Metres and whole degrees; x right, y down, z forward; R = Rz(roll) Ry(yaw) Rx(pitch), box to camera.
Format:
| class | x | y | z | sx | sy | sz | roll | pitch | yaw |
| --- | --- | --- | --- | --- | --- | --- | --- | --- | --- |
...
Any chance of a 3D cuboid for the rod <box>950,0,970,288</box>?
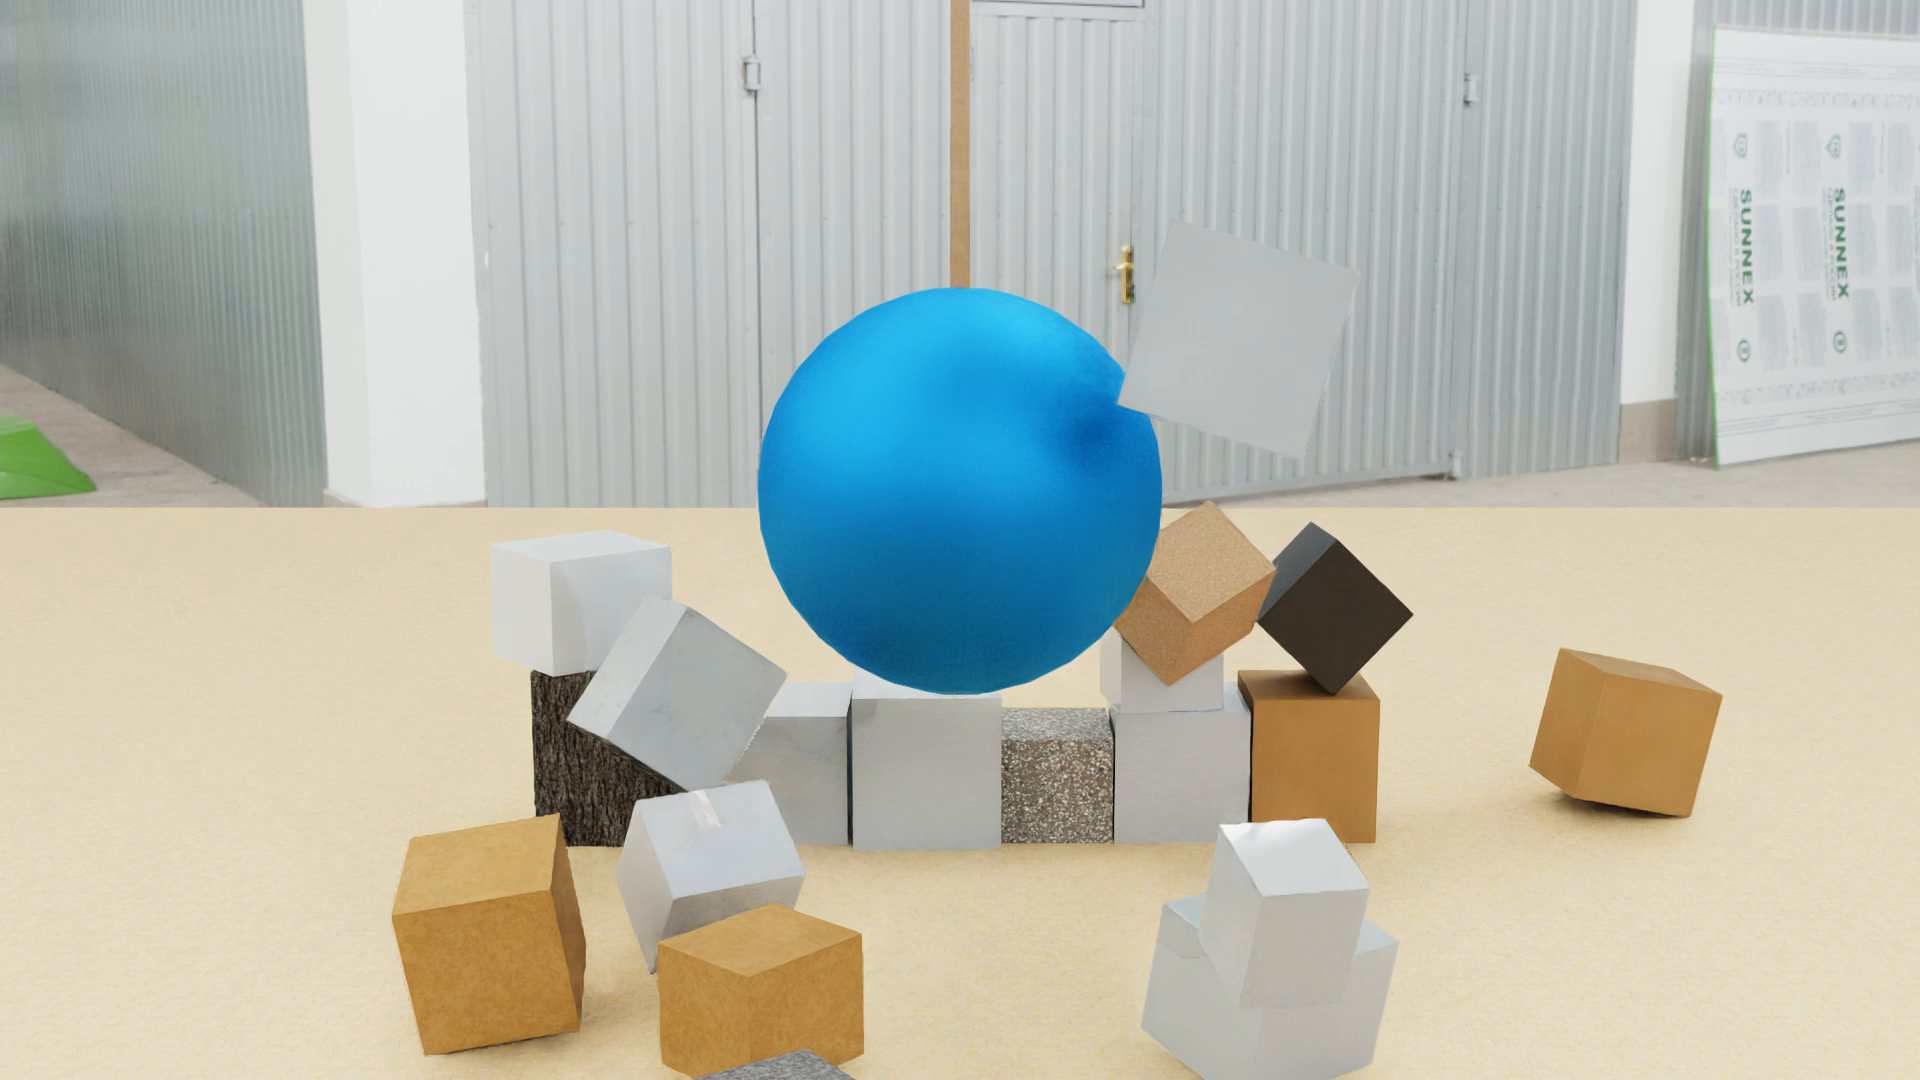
| class | x | y | z | sx | sy | sz | roll | pitch | yaw |
| --- | --- | --- | --- | --- | --- | --- | --- | --- | --- |
| rod | 0.000 | -3.495 | 9.473 | 0.080 | 5.200 | 0.080 | 0 | -14 | 0 |

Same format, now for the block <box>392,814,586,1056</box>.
| class | x | y | z | sx | sy | sz | roll | pitch | yaw |
| --- | --- | --- | --- | --- | --- | --- | --- | --- | --- |
| block | -1.858 | 1.561 | 8.765 | 0.605 | 0.622 | 0.657 | -9 | 20 | -4 |

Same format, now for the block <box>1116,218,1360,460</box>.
| class | x | y | z | sx | sy | sz | roll | pitch | yaw |
| --- | --- | --- | --- | --- | --- | --- | --- | --- | --- |
| block | 0.994 | -0.727 | 7.834 | 0.658 | 0.661 | 0.698 | 17 | 9 | 6 |

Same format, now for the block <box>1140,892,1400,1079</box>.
| class | x | y | z | sx | sy | sz | roll | pitch | yaw |
| --- | --- | --- | --- | --- | --- | --- | --- | --- | --- |
| block | 1.173 | 1.695 | 8.375 | 0.677 | 0.552 | 0.585 | -7 | 25 | -36 |

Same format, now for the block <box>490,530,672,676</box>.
| class | x | y | z | sx | sy | sz | roll | pitch | yaw |
| --- | --- | --- | --- | --- | --- | --- | --- | --- | --- |
| block | -1.934 | 0.309 | 11.239 | 0.686 | 0.575 | 0.640 | -8 | 13 | -38 |

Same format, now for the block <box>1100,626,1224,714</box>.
| class | x | y | z | sx | sy | sz | roll | pitch | yaw |
| --- | --- | --- | --- | --- | --- | --- | --- | --- | --- |
| block | 1.023 | 0.596 | 11.208 | 0.529 | 0.453 | 0.472 | -2 | 10 | -9 |

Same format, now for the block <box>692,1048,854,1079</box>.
| class | x | y | z | sx | sy | sz | roll | pitch | yaw |
| --- | --- | --- | --- | --- | --- | --- | --- | --- | --- |
| block | -0.580 | 2.017 | 7.335 | 0.450 | 0.407 | 0.472 | -7 | 12 | -34 |

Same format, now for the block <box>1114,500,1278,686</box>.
| class | x | y | z | sx | sy | sz | roll | pitch | yaw |
| --- | --- | --- | --- | --- | --- | --- | --- | --- | --- |
| block | 1.116 | 0.259 | 10.705 | 0.555 | 0.564 | 0.489 | -30 | 64 | -26 |

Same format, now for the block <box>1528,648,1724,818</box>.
| class | x | y | z | sx | sy | sz | roll | pitch | yaw |
| --- | --- | --- | --- | --- | --- | --- | --- | --- | --- |
| block | 3.535 | 1.020 | 11.711 | 0.665 | 0.677 | 0.589 | 11 | 8 | -10 |

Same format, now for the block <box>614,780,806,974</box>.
| class | x | y | z | sx | sy | sz | roll | pitch | yaw |
| --- | --- | --- | --- | --- | --- | --- | --- | --- | --- |
| block | -1.083 | 1.447 | 9.482 | 0.596 | 0.550 | 0.515 | -7 | 49 | -27 |

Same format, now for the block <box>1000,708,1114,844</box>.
| class | x | y | z | sx | sy | sz | roll | pitch | yaw |
| --- | --- | --- | --- | --- | --- | --- | --- | --- | --- |
| block | 0.487 | 1.211 | 11.393 | 0.567 | 0.540 | 0.642 | 0 | 10 | 0 |

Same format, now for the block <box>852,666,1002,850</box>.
| class | x | y | z | sx | sy | sz | roll | pitch | yaw |
| --- | --- | --- | --- | --- | --- | --- | --- | --- | --- |
| block | -0.176 | 1.098 | 11.337 | 0.740 | 0.783 | 0.789 | 0 | 10 | -2 |

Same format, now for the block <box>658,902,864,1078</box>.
| class | x | y | z | sx | sy | sz | roll | pitch | yaw |
| --- | --- | --- | --- | --- | --- | --- | --- | --- | --- |
| block | -0.762 | 1.765 | 8.461 | 0.516 | 0.492 | 0.589 | 9 | 15 | 42 |

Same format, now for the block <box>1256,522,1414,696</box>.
| class | x | y | z | sx | sy | sz | roll | pitch | yaw |
| --- | --- | --- | --- | --- | --- | --- | --- | --- | --- |
| block | 1.851 | 0.345 | 11.243 | 0.562 | 0.576 | 0.528 | 43 | 4 | -11 |

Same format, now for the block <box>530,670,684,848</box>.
| class | x | y | z | sx | sy | sz | roll | pitch | yaw |
| --- | --- | --- | --- | --- | --- | --- | --- | --- | --- |
| block | -1.701 | 1.037 | 11.350 | 0.839 | 0.898 | 0.742 | 0 | 10 | 2 |

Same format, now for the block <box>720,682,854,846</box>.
| class | x | y | z | sx | sy | sz | roll | pitch | yaw |
| --- | --- | --- | --- | --- | --- | --- | --- | --- | --- |
| block | -0.913 | 1.146 | 11.392 | 0.696 | 0.669 | 0.716 | 0 | 10 | 0 |

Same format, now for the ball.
| class | x | y | z | sx | sy | sz | roll | pitch | yaw |
| --- | --- | --- | --- | --- | --- | --- | --- | --- | --- |
| ball | 0.000 | -0.191 | 8.672 | 1.600 | 1.600 | 1.600 | 0 | 10 | 0 |

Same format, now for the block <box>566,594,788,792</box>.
| class | x | y | z | sx | sy | sz | roll | pitch | yaw |
| --- | --- | --- | --- | --- | --- | --- | --- | --- | --- |
| block | -1.343 | 0.745 | 10.442 | 0.611 | 0.714 | 0.573 | 37 | -12 | -25 |

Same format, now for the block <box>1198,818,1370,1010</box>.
| class | x | y | z | sx | sy | sz | roll | pitch | yaw |
| --- | --- | --- | --- | --- | --- | --- | --- | --- | --- |
| block | 1.143 | 1.325 | 7.814 | 0.404 | 0.501 | 0.410 | -2 | 29 | -16 |

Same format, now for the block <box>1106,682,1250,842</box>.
| class | x | y | z | sx | sy | sz | roll | pitch | yaw |
| --- | --- | --- | --- | --- | --- | --- | --- | --- | --- |
| block | 1.118 | 1.141 | 11.388 | 0.677 | 0.680 | 0.644 | 0 | 10 | 0 |

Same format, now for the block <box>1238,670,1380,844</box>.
| class | x | y | z | sx | sy | sz | roll | pitch | yaw |
| --- | --- | --- | --- | --- | --- | --- | --- | --- | --- |
| block | 1.785 | 1.110 | 11.372 | 0.633 | 0.746 | 0.637 | 0 | 10 | 0 |
